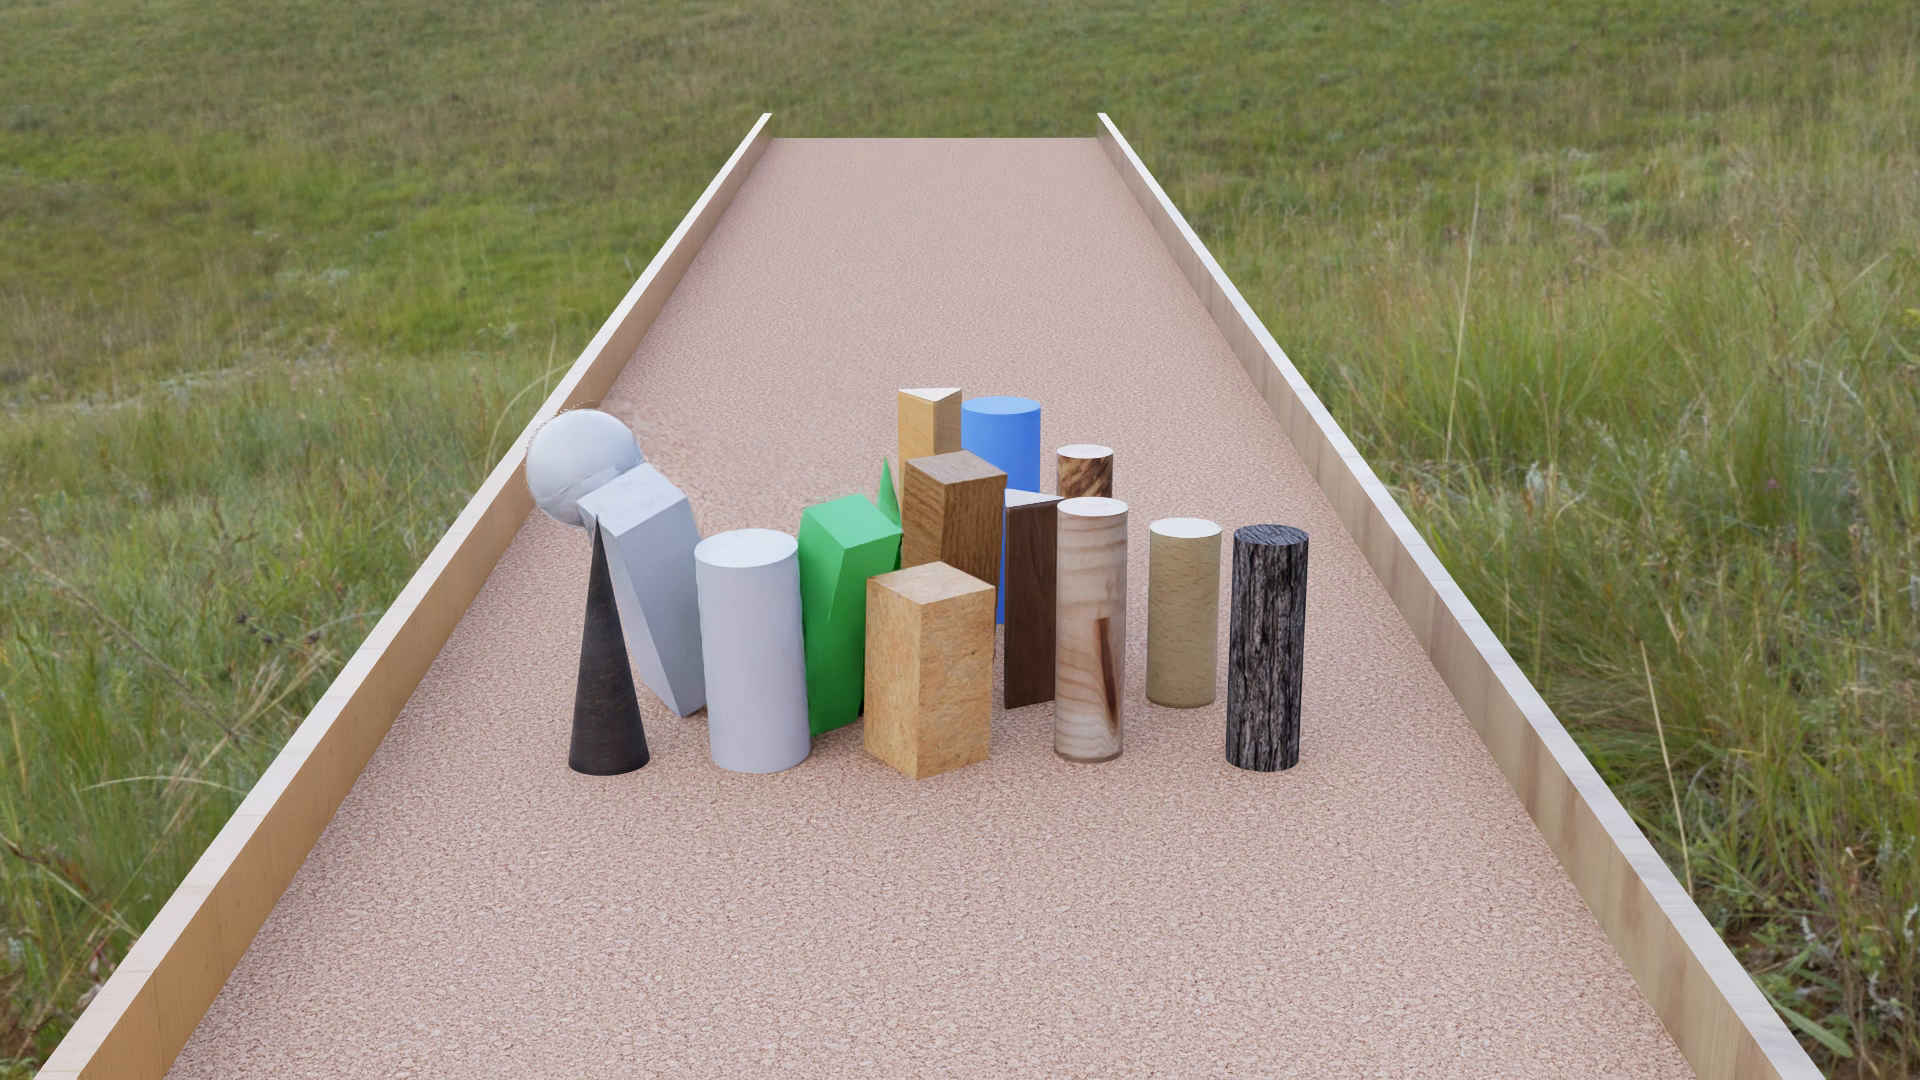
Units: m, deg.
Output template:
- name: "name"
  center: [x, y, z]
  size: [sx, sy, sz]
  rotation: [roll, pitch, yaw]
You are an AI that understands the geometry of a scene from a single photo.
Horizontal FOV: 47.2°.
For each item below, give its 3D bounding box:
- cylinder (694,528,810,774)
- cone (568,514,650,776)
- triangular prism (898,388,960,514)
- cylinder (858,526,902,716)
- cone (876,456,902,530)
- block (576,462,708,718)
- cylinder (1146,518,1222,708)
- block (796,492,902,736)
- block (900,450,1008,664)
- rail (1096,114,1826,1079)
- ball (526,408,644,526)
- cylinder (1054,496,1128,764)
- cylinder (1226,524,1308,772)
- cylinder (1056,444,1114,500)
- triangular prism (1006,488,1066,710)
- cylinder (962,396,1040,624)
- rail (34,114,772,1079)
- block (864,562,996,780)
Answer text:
- name: "cylinder"
  center: [-0.361, 0.195, 3.858]
  size: [0.178, 0.392, 0.178]
  rotation: [-2, 22, 1]
- name: "cone"
  center: [-0.624, 0.174, 3.845]
  size: [0.144, 0.455, 0.144]
  rotation: [0, 17, 0]
- name: "triangular prism"
  center: [-0.046, -0.123, 4.897]
  size: [0.121, 0.424, 0.139]
  rotation: [-12, 20, -35]
- name: "cylinder"
  center: [-0.163, 0.150, 4.105]
  size: [0.102, 0.349, 0.102]
  rotation: [2, 18, -1]
- name: "cone"
  center: [-0.144, 0.014, 4.484]
  size: [0.161, 0.379, 0.161]
  rotation: [-2, 9, 0]
- name: "block"
  center: [-0.543, 0.096, 4.039]
  size: [0.148, 0.450, 0.148]
  rotation: [-32, 43, -21]
- name: "cylinder"
  center: [0.423, 0.138, 4.170]
  size: [0.134, 0.337, 0.134]
  rotation: [0, 17, 0]
- name: "block"
  center: [-0.232, 0.140, 3.947]
  size: [0.124, 0.442, 0.124]
  rotation: [-17, 46, -37]
- name: "block"
  center: [-0.020, 0.047, 4.328]
  size: [0.143, 0.408, 0.143]
  rotation: [-11, 26, -32]
- name: "rail"
  center: [0.932, -0.844, 7.801]
  size: [0.050, 0.150, 12.000]
  rotation: [0, 17, -1]
- name: "ball"
  center: [-0.697, -0.134, 4.094]
  size: [0.219, 0.219, 0.219]
  rotation: [0, 17, 0]
- name: "cylinder"
  center: [0.231, 0.160, 3.889]
  size: [0.124, 0.456, 0.124]
  rotation: [0, 17, 0]
- name: "cylinder"
  center: [0.538, 0.190, 3.861]
  size: [0.129, 0.415, 0.129]
  rotation: [0, 17, 0]
- name: "cylinder"
  center: [0.244, 0.034, 4.356]
  size: [0.110, 0.432, 0.110]
  rotation: [0, 17, 0]
- name: "triangular prism"
  center: [0.115, 0.107, 4.169]
  size: [0.125, 0.397, 0.108]
  rotation: [-9, 19, -28]
- name: "cylinder"
  center: [0.085, -0.064, 4.648]
  size: [0.166, 0.453, 0.166]
  rotation: [0, 17, 0]
- name: "rail"
  center: [-1.118, -0.838, 7.780]
  size: [0.050, 0.150, 12.000]
  rotation: [0, 17, -1]
- name: "block"
  center: [-0.056, 0.228, 3.874]
  size: [0.161, 0.327, 0.161]
  rotation: [-12, 24, -36]
